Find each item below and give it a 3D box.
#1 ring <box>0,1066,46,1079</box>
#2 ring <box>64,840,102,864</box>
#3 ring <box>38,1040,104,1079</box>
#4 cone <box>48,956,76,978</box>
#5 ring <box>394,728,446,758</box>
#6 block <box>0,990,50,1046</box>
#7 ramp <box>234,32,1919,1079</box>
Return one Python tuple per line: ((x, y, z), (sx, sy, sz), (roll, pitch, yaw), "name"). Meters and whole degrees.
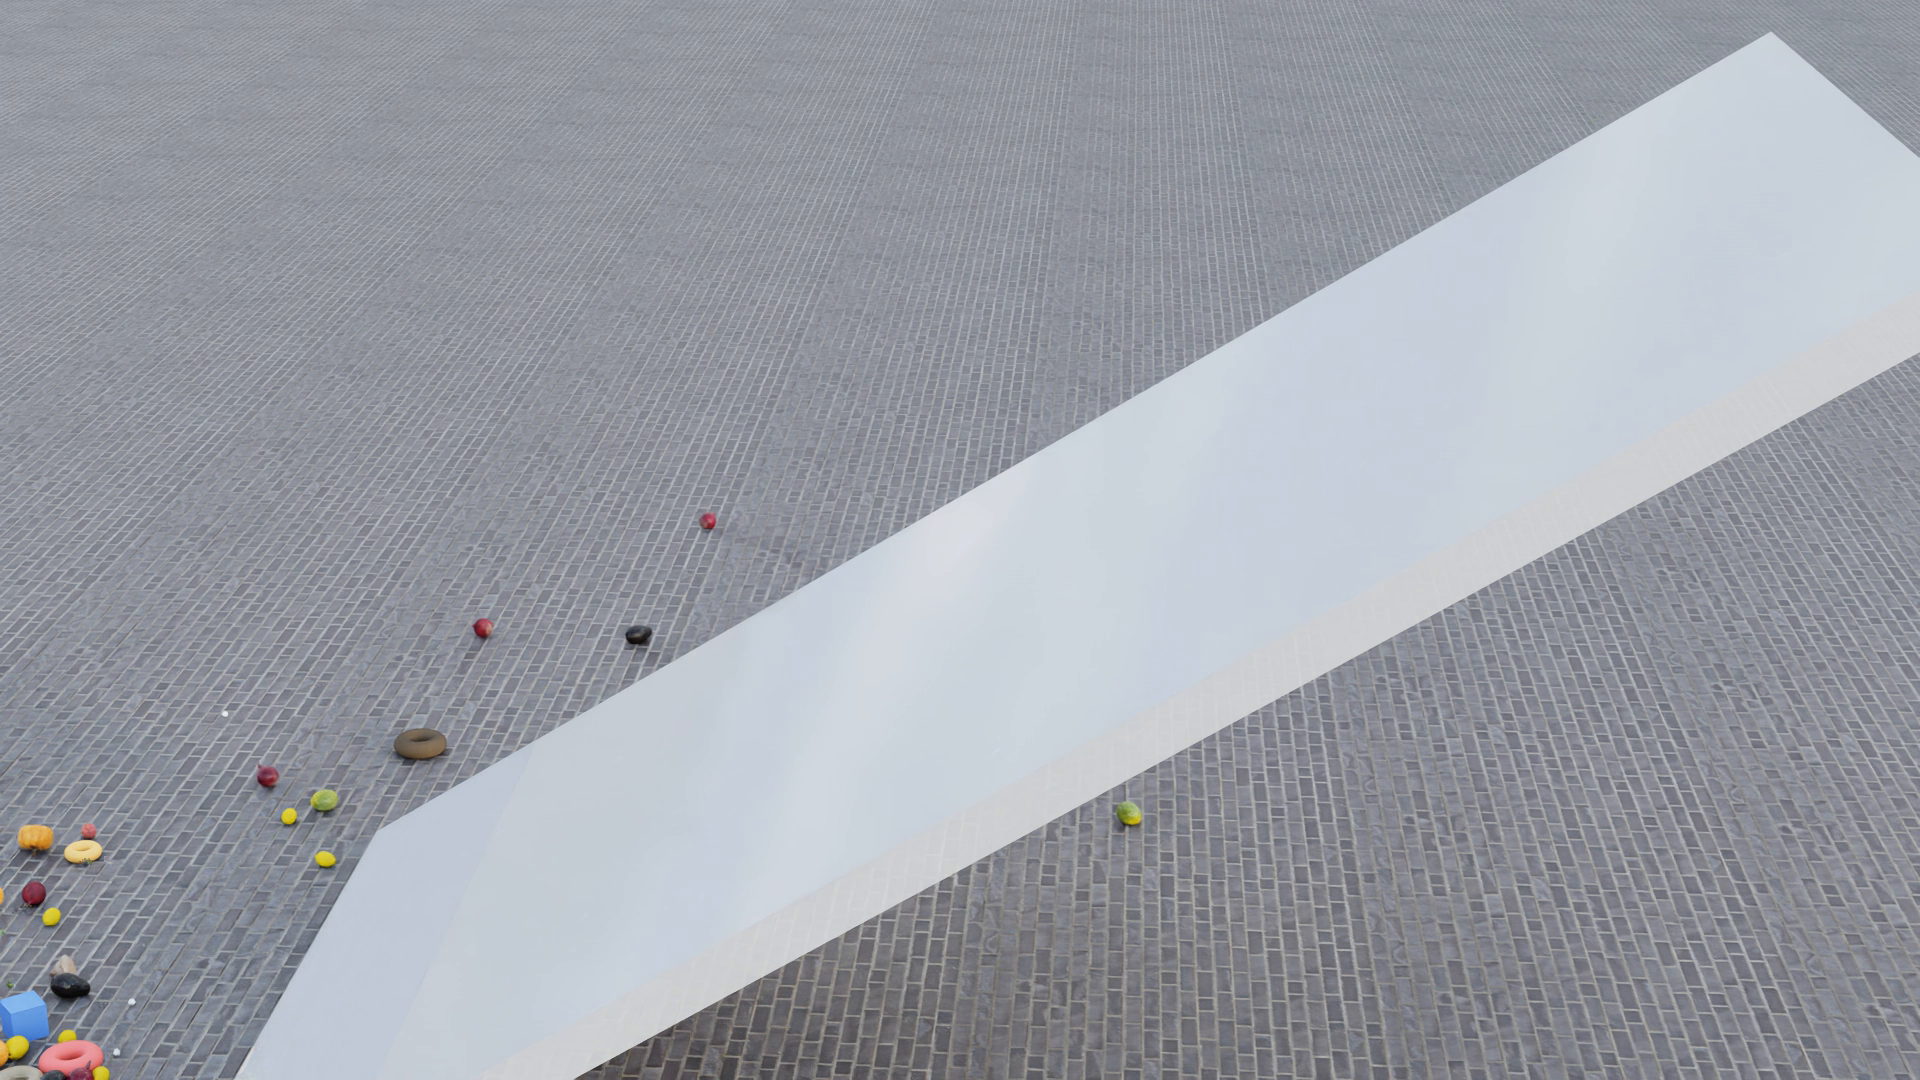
((-2.107, 1.216, 6.573), (0.123, 0.041, 0.123), (0, 21, 0), "ring")
((-2.299, 0.817, 7.710), (0.096, 0.032, 0.096), (1, 21, 0), "ring")
((-2.015, 1.180, 6.665), (0.143, 0.048, 0.143), (-1, 18, 0), "ring")
((-2.174, 1.040, 7.092), (0.058, 0.058, 0.058), (-25, 17, 10), "cone")
((-1.533, 0.579, 8.357), (0.148, 0.049, 0.148), (1, 19, 0), "ring")
((-2.169, 1.107, 6.817), (0.082, 0.082, 0.082), (-14, 24, -34), "block")
((0.141, 0.169, 6.290), (4.000, 0.100, 2.000), (-30, 15, 13), "ramp")
